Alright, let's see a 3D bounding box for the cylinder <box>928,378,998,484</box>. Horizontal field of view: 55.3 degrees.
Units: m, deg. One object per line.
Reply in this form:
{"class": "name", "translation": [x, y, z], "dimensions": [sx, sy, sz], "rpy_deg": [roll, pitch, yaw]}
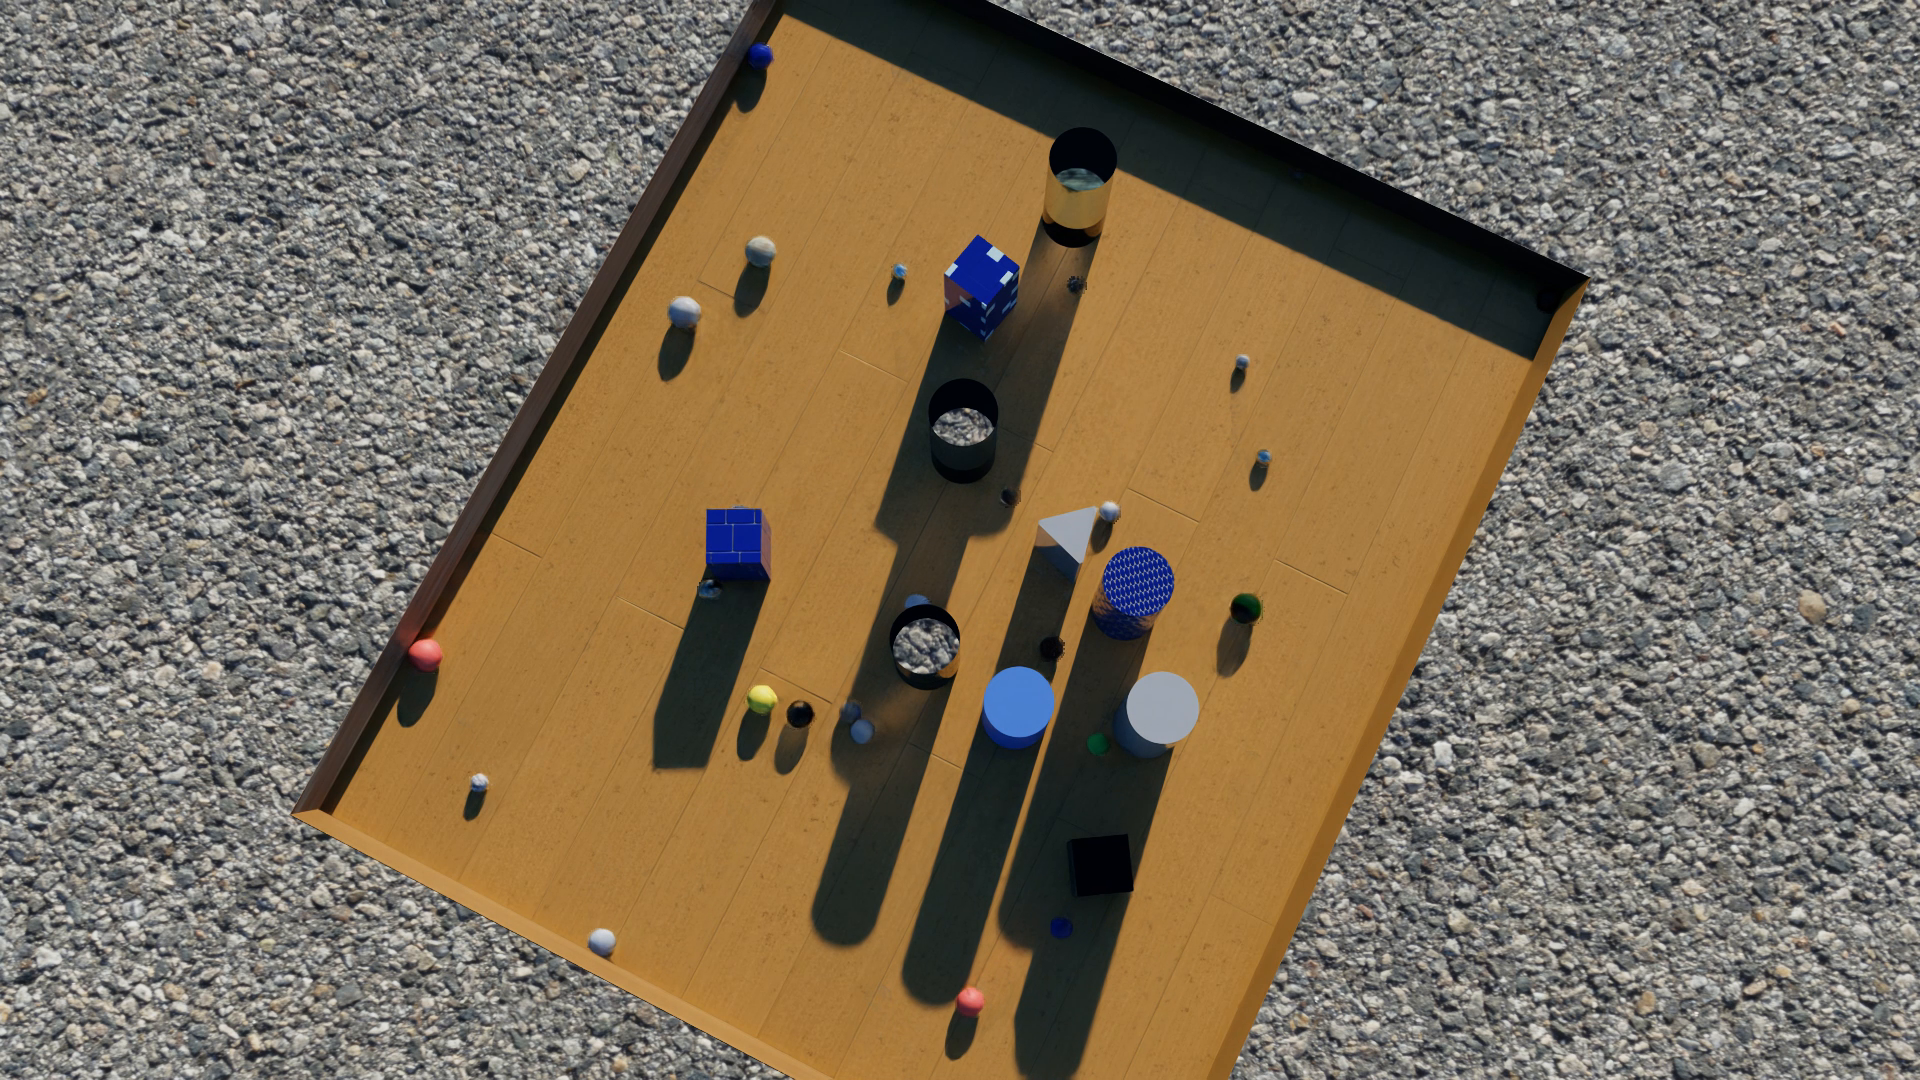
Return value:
{"class": "cylinder", "translation": [0.010, -0.317, 5.445], "dimensions": [0.200, 0.465, 0.200], "rpy_deg": [0, 78, 0]}

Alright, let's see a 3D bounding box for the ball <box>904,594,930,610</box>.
{"class": "ball", "translation": [-0.128, 0.204, 5.532], "dimensions": [0.082, 0.082, 0.082], "rpy_deg": [0, 78, 0]}

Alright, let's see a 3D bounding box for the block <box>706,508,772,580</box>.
{"class": "block", "translation": [-0.658, 0.017, 5.468], "dimensions": [0.160, 0.285, 0.160], "rpy_deg": [-1, 78, 0]}

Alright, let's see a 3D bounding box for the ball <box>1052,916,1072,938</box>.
{"class": "ball", "translation": [0.299, 1.132, 5.350], "dimensions": [0.062, 0.062, 0.062], "rpy_deg": [0, 78, 0]}

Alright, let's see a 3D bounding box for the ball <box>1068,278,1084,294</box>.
{"class": "ball", "translation": [0.364, -0.800, 5.756], "dimensions": [0.052, 0.052, 0.052], "rpy_deg": [0, 78, 0]}

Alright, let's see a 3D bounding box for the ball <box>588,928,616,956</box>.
{"class": "ball", "translation": [-1.042, 1.172, 5.333], "dimensions": [0.081, 0.081, 0.081], "rpy_deg": [0, 78, 0]}

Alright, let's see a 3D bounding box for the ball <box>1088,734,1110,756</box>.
{"class": "ball", "translation": [0.415, 0.611, 5.458], "dimensions": [0.063, 0.063, 0.063], "rpy_deg": [0, 78, 0]}

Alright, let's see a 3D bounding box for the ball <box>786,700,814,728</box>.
{"class": "ball", "translation": [-0.477, 0.520, 5.466], "dimensions": [0.084, 0.084, 0.084], "rpy_deg": [0, 78, 0]}

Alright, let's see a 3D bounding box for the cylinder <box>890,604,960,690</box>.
{"class": "cylinder", "translation": [-0.099, 0.317, 5.359], "dimensions": [0.200, 0.376, 0.200], "rpy_deg": [0, 78, 0]}

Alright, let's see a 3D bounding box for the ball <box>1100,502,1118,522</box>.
{"class": "ball", "translation": [0.455, -0.087, 5.604], "dimensions": [0.059, 0.059, 0.059], "rpy_deg": [0, 78, 0]}

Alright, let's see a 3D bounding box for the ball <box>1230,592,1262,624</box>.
{"class": "ball", "translation": [0.862, 0.207, 5.525], "dimensions": [0.096, 0.096, 0.096], "rpy_deg": [0, 78, 0]}

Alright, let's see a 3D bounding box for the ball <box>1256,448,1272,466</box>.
{"class": "ball", "translation": [0.938, -0.255, 5.644], "dimensions": [0.051, 0.051, 0.051], "rpy_deg": [0, 78, 0]}

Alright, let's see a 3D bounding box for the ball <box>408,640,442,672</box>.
{"class": "ball", "translation": [-1.603, 0.347, 5.494], "dimensions": [0.100, 0.100, 0.100], "rpy_deg": [0, 78, 0]}

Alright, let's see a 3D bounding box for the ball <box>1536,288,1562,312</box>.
{"class": "ball", "translation": [1.842, -0.750, 5.733], "dimensions": [0.076, 0.076, 0.076], "rpy_deg": [0, 78, 0]}

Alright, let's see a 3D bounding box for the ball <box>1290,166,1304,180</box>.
{"class": "ball", "translation": [1.072, -1.168, 5.836], "dimensions": [0.043, 0.043, 0.043], "rpy_deg": [0, 78, 0]}

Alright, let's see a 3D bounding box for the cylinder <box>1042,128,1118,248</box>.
{"class": "cylinder", "translation": [0.361, -1.071, 5.601], "dimensions": [0.200, 0.466, 0.200], "rpy_deg": [0, 78, 0]}

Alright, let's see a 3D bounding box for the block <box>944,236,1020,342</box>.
{"class": "block", "translation": [0.065, -0.765, 5.599], "dimensions": [0.160, 0.344, 0.160], "rpy_deg": [38, 81, 7]}

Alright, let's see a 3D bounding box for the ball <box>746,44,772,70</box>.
{"class": "ball", "translation": [-0.645, -1.553, 5.896], "dimensions": [0.083, 0.083, 0.083], "rpy_deg": [0, 78, 0]}

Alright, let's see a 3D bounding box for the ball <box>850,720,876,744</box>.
{"class": "ball", "translation": [-0.289, 0.570, 5.462], "dimensions": [0.072, 0.072, 0.072], "rpy_deg": [0, 78, 0]}

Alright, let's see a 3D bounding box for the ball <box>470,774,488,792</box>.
{"class": "ball", "translation": [-1.427, 0.721, 5.440], "dimensions": [0.054, 0.054, 0.054], "rpy_deg": [0, 78, 0]}

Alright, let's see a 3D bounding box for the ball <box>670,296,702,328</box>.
{"class": "ball", "translation": [-0.856, -0.709, 5.713], "dimensions": [0.099, 0.099, 0.099], "rpy_deg": [0, 78, 0]}

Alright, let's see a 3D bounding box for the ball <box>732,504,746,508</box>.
{"class": "ball", "translation": [-0.674, -0.074, 5.598], "dimensions": [0.067, 0.067, 0.067], "rpy_deg": [0, 78, 0]}

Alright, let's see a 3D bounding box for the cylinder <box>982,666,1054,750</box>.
{"class": "cylinder", "translation": [0.166, 0.492, 5.325], "dimensions": [0.200, 0.372, 0.200], "rpy_deg": [0, 78, 0]}

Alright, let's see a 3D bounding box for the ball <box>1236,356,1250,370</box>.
{"class": "ball", "translation": [0.881, -0.552, 5.709], "dimensions": [0.044, 0.044, 0.044], "rpy_deg": [0, 78, 0]}

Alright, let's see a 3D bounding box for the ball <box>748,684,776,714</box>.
{"class": "ball", "translation": [-0.592, 0.476, 5.474], "dimensions": [0.086, 0.086, 0.086], "rpy_deg": [0, 78, 0]}

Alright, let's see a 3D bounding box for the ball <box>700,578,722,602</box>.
{"class": "ball", "translation": [-0.753, 0.152, 5.550], "dimensions": [0.070, 0.070, 0.070], "rpy_deg": [0, 78, 0]}

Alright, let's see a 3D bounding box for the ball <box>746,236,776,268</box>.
{"class": "ball", "translation": [-0.626, -0.905, 5.755], "dimensions": [0.096, 0.096, 0.096], "rpy_deg": [0, 78, 0]}

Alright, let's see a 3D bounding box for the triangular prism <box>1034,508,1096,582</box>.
{"class": "triangular prism", "translation": [0.342, -0.012, 5.458], "dimensions": [0.150, 0.316, 0.173], "rpy_deg": [-44, 82, -8]}

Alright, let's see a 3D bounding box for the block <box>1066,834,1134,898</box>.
{"class": "block", "translation": [0.403, 0.943, 5.293], "dimensions": [0.160, 0.251, 0.160], "rpy_deg": [-5, 78, -1]}

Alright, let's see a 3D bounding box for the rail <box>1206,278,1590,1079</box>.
{"class": "rail", "translation": [1.208, 0.598, 5.425], "dimensions": [0.045, 0.130, 3.211], "rpy_deg": [26, 80, 5]}

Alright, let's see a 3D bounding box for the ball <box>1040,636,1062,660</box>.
{"class": "ball", "translation": [0.275, 0.326, 5.513], "dimensions": [0.070, 0.070, 0.070], "rpy_deg": [0, 78, 0]}

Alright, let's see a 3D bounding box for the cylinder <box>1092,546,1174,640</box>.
{"class": "cylinder", "translation": [0.500, 0.162, 5.350], "dimensions": [0.200, 0.456, 0.200], "rpy_deg": [0, 78, 0]}

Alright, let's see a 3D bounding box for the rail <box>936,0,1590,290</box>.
{"class": "rail", "translation": [0.707, -1.378, 5.835], "dimensions": [2.749, 0.130, 0.045], "rpy_deg": [26, 80, 5]}

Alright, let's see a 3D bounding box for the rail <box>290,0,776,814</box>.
{"class": "rail", "translation": [-1.208, -0.585, 5.670], "dimensions": [0.045, 0.130, 3.211], "rpy_deg": [26, 80, 5]}

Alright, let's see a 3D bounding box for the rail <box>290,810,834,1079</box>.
{"class": "rail", "translation": [-0.707, 1.392, 5.261], "dimensions": [2.749, 0.130, 0.045], "rpy_deg": [26, 80, 5]}

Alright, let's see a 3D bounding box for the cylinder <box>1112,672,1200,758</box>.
{"class": "cylinder", "translation": [0.558, 0.509, 5.271], "dimensions": [0.200, 0.470, 0.200], "rpy_deg": [0, 78, 0]}

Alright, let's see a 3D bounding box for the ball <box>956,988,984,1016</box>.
{"class": "ball", "translation": [0.030, 1.335, 5.299], "dimensions": [0.080, 0.080, 0.080], "rpy_deg": [0, 78, 0]}

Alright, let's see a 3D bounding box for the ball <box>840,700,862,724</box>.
{"class": "ball", "translation": [-0.328, 0.514, 5.476], "dimensions": [0.067, 0.067, 0.067], "rpy_deg": [0, 78, 0]}

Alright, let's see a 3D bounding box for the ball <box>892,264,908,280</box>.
{"class": "ball", "translation": [-0.188, -0.844, 5.766], "dimensions": [0.049, 0.049, 0.049], "rpy_deg": [0, 78, 0]}

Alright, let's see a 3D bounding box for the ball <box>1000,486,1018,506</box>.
{"class": "ball", "translation": [0.152, -0.135, 5.616], "dimensions": [0.056, 0.056, 0.056], "rpy_deg": [0, 78, 0]}
